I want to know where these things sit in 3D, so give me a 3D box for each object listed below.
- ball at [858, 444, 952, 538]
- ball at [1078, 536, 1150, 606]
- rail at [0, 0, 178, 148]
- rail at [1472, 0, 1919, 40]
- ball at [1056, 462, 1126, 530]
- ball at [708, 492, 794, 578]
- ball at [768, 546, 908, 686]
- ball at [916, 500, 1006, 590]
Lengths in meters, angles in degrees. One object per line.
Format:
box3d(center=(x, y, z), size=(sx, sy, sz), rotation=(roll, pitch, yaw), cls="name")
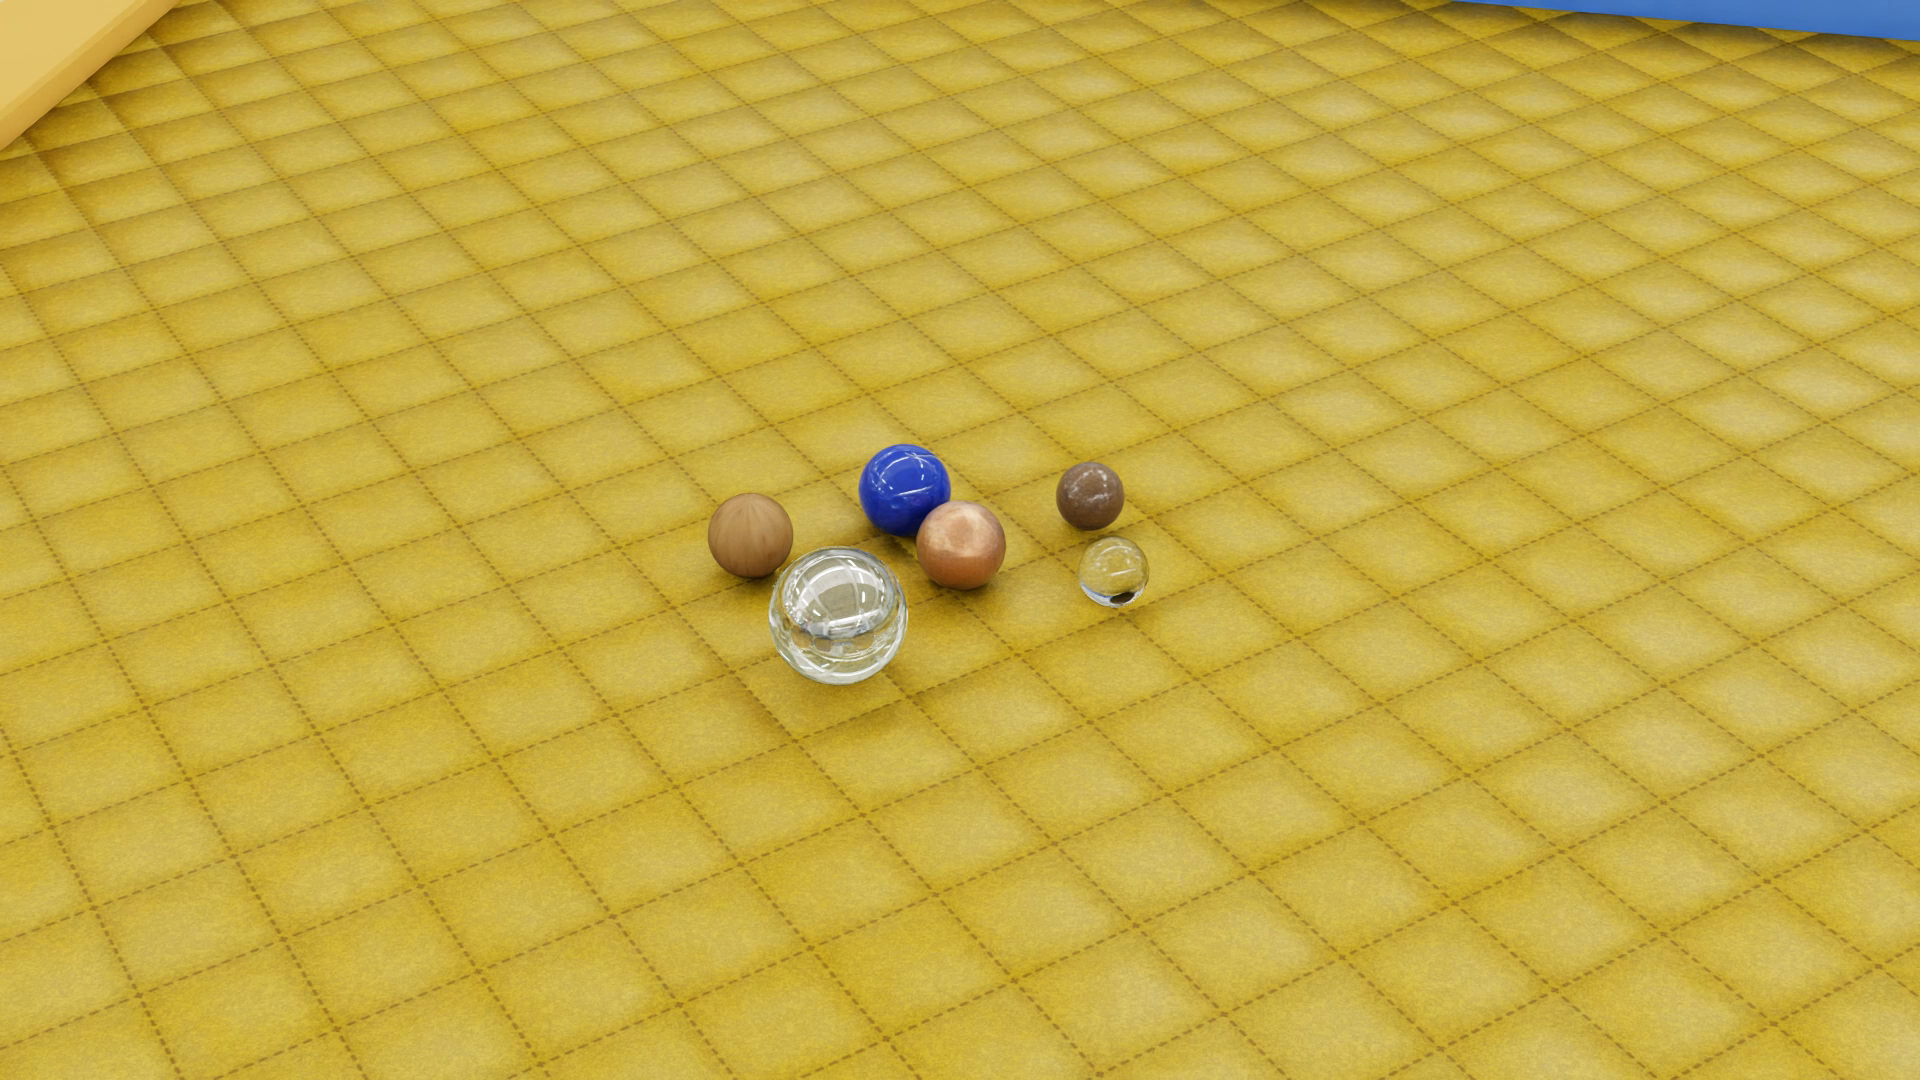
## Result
box3d(center=(-0.041, -0.037, 1.888), size=(0.069, 0.069, 0.069), rotation=(0, 35, 0), cls="ball")
box3d(center=(0.109, 0.022, 1.820), size=(0.051, 0.051, 0.051), rotation=(0, 35, 0), cls="ball")
box3d(center=(-0.992, -0.153, 2.005), size=(0.045, 0.126, 2.288), rotation=(7, 35, 10), cls="rail")
box3d(center=(1.262, -0.518, 2.531), size=(4.163, 0.126, 0.045), rotation=(7, 35, 10), cls="rail")
box3d(center=(0.096, -0.032, 1.898), size=(0.052, 0.052, 0.052), rotation=(0, 35, 0), cls="ball")
box3d(center=(-0.151, -0.003, 1.846), size=(0.062, 0.062, 0.062), rotation=(0, 35, 0), cls="ball")
box3d(center=(-0.083, 0.051, 1.739), size=(0.095, 0.095, 0.095), rotation=(0, 35, 0), cls="ball")
box3d(center=(0.001, 0.004, 1.834), size=(0.065, 0.065, 0.065), rotation=(0, 35, 0), cls="ball")
